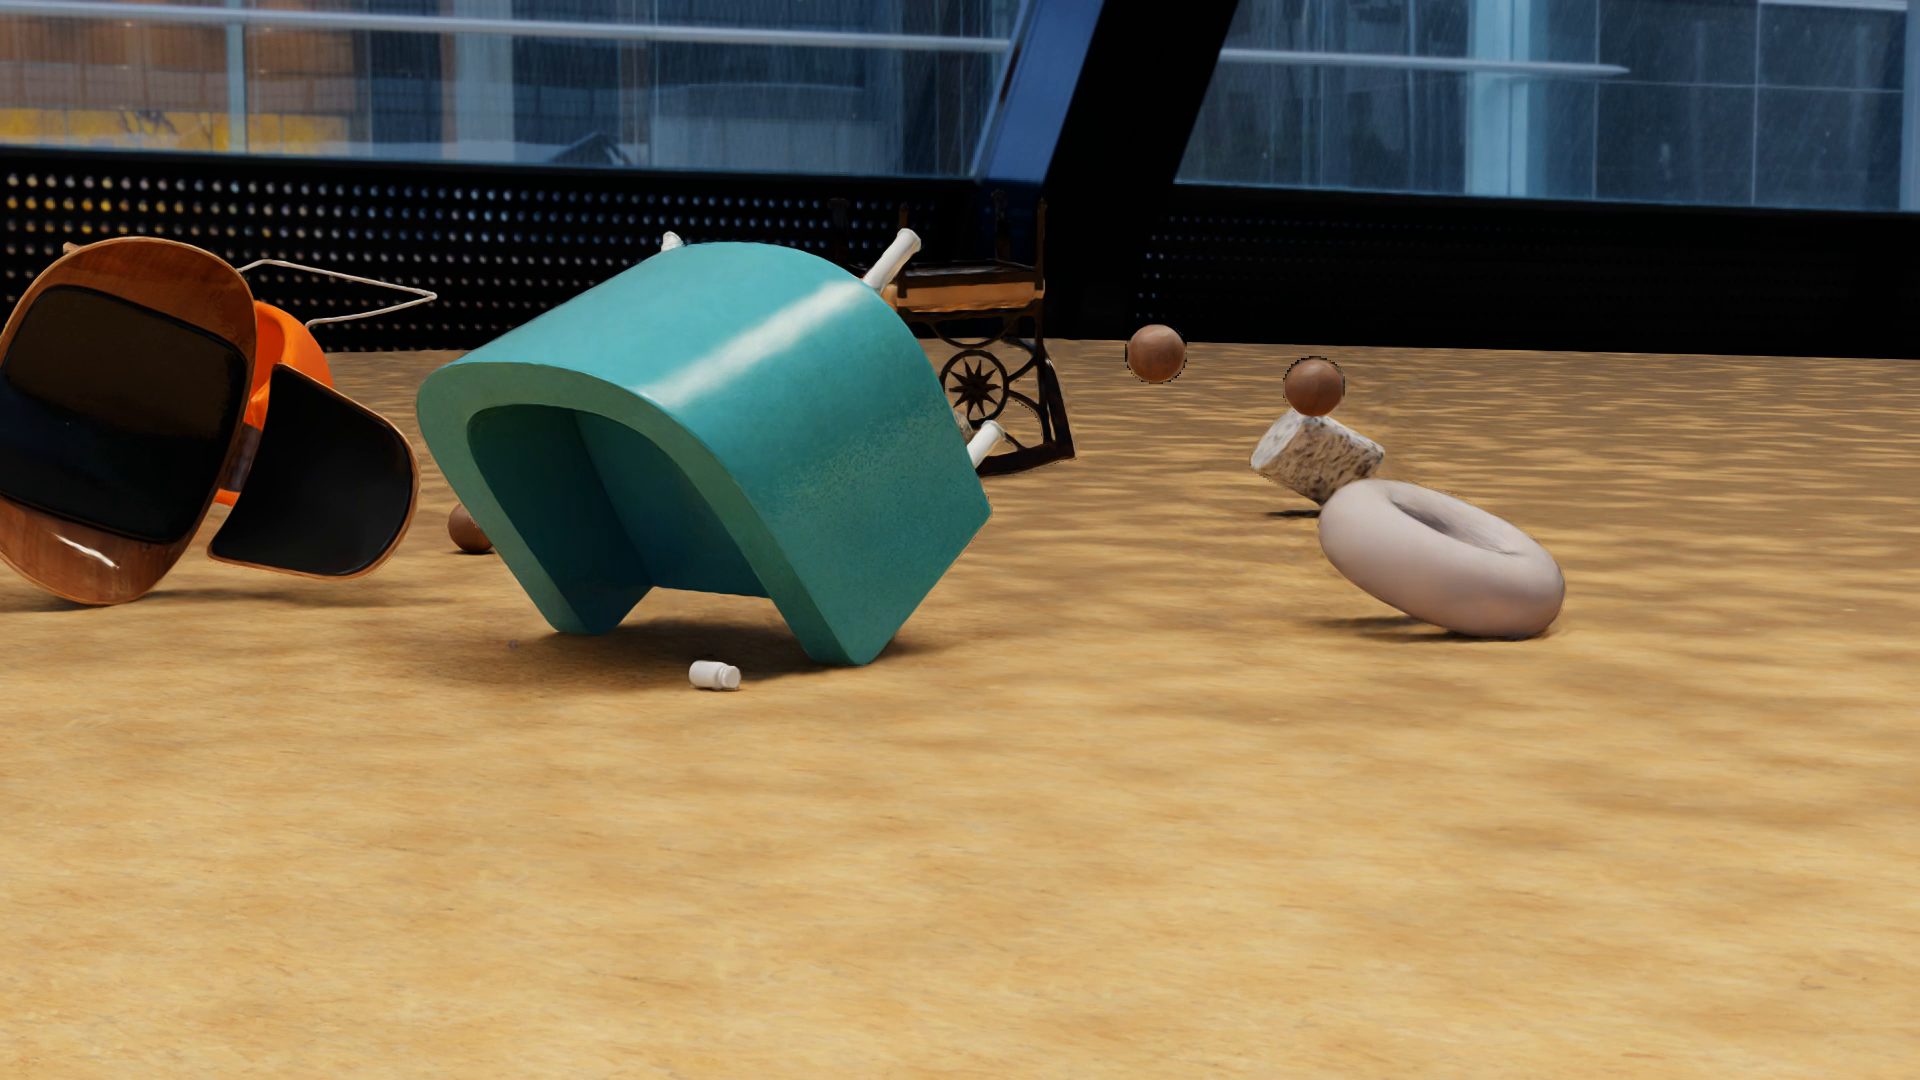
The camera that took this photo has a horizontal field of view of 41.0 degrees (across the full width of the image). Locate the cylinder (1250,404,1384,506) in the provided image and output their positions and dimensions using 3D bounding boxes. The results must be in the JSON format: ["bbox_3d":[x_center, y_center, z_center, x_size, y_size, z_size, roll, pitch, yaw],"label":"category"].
[{"bbox_3d":[0.988,-0.228,7.096,0.263,0.140,0.261,27,-47,-18],"label":"cylinder"}]

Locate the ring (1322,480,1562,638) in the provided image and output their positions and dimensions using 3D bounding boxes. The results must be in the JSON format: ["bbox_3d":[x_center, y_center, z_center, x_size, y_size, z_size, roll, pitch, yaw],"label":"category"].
[{"bbox_3d":[0.898,0.034,4.792,0.478,0.163,0.404,22,20,5],"label":"ring"}]

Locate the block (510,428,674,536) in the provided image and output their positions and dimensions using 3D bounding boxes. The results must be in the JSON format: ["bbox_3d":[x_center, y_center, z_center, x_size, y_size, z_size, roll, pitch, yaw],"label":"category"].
[{"bbox_3d":[-0.951,-0.154,6.658,0.343,0.256,0.272,1,6,14],"label":"block"}]

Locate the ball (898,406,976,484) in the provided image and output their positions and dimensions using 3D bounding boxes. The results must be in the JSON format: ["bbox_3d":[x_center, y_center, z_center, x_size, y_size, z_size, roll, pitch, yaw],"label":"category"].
[{"bbox_3d":[-0.072,-0.304,8.156,0.248,0.248,0.248,0,6,0],"label":"ball"}]
